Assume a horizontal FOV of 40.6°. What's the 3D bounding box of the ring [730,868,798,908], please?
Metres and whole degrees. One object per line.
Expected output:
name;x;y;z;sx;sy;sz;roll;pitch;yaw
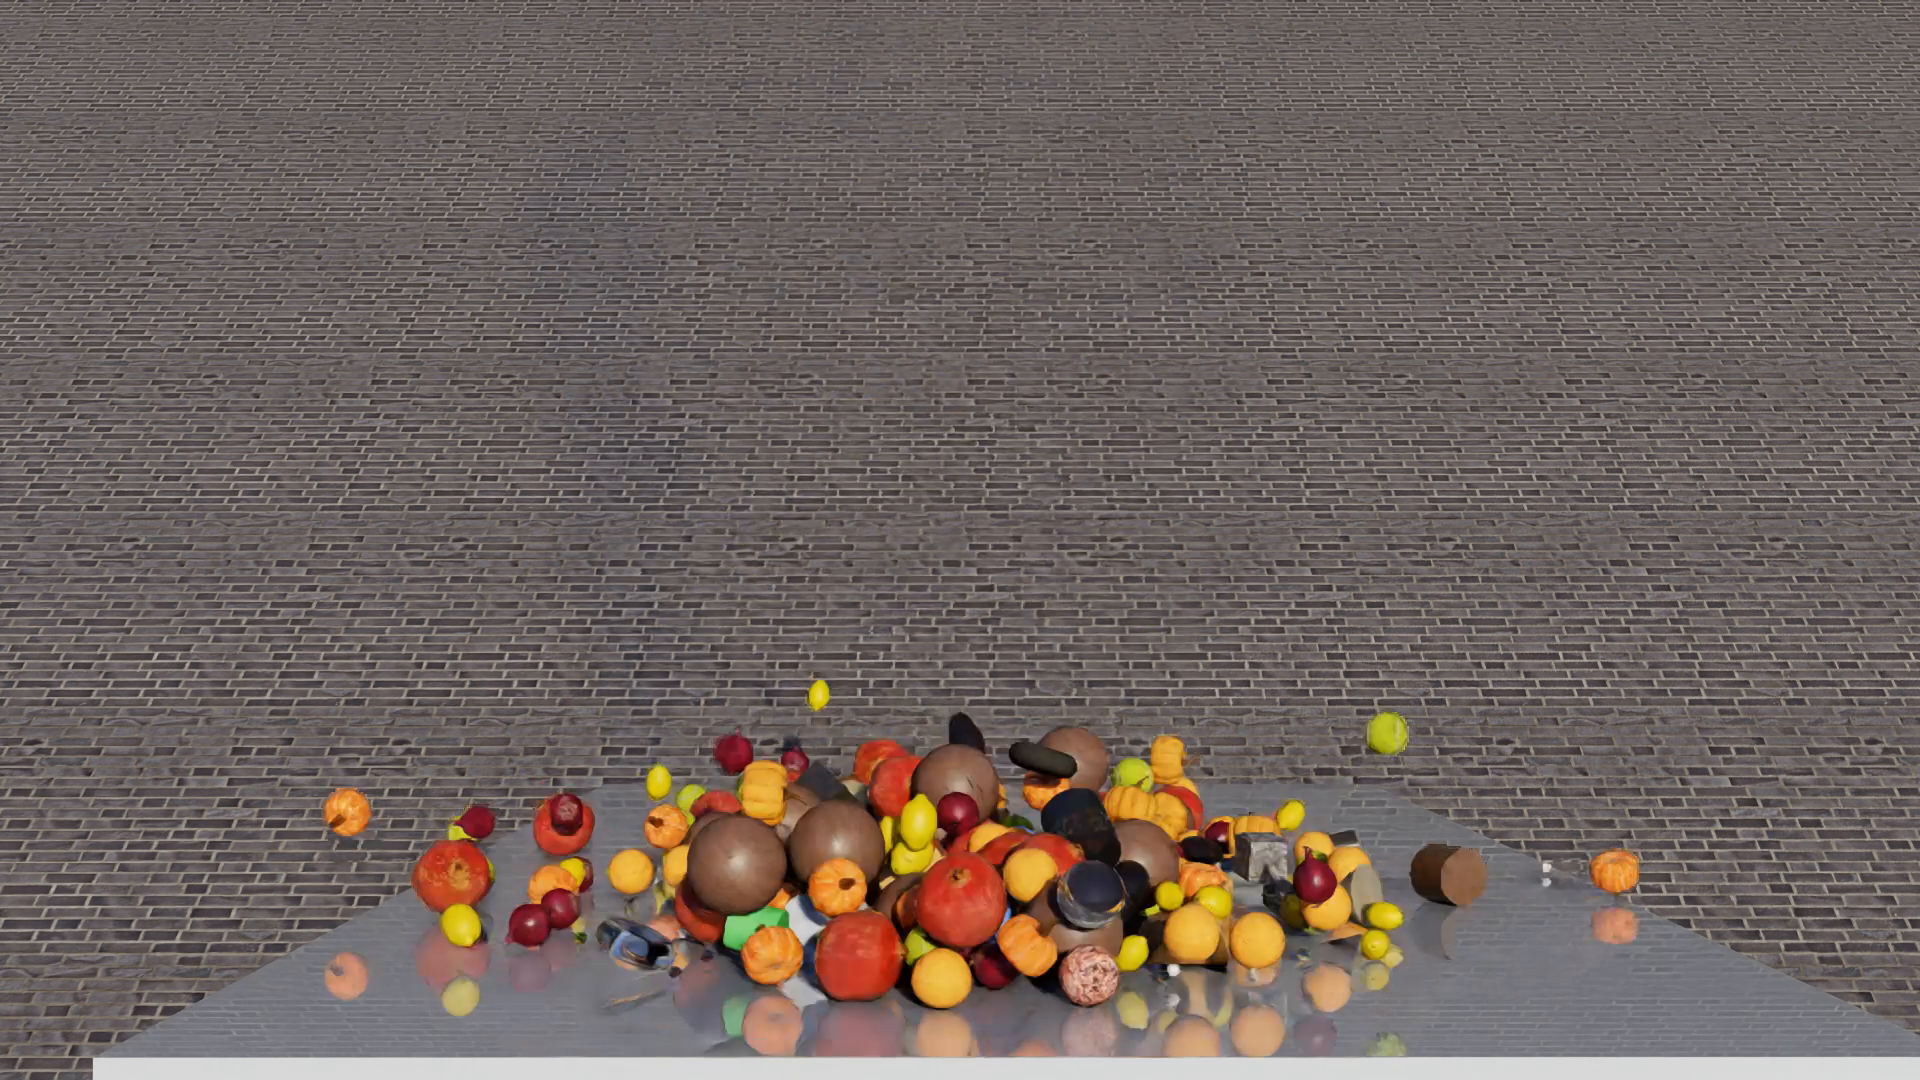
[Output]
ring;-0.304;0.547;4.036;0.116;0.039;0.116;-23;4;2

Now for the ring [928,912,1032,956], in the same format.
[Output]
ring;0.028;0.544;3.578;0.146;0.049;0.146;4;-3;0

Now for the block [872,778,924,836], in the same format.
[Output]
block;-0.101;0.436;4.218;0.067;0.067;0.067;-10;65;12

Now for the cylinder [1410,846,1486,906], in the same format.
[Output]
cylinder;0.781;0.536;4.150;0.088;0.088;0.088;-16;4;-22

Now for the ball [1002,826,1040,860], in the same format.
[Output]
ball;0.103;0.514;4.365;0.062;0.062;0.062;0;33;0

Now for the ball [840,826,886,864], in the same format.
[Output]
ball;-0.173;0.549;4.625;0.085;0.085;0.085;0;33;0

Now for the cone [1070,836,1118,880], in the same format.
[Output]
cone;0.238;0.556;4.391;0.083;0.083;0.083;-6;22;-10

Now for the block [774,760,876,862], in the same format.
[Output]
block;-0.208;0.416;3.973;0.093;0.093;0.093;-43;38;-8

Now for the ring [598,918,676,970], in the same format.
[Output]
ring;-0.429;0.535;3.433;0.111;0.037;0.111;23;3;-1

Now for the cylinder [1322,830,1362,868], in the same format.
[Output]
cylinder;0.685;0.554;4.656;0.057;0.057;0.057;-15;34;1

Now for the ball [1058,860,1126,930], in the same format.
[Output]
ball;0.162;0.437;3.196;0.085;0.085;0.085;0;33;0

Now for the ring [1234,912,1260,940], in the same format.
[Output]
ring;0.382;0.556;3.735;0.103;0.034;0.103;-1;-2;0

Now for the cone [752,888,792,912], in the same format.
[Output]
cone;-0.264;0.556;3.781;0.079;0.079;0.079;-12;11;-17

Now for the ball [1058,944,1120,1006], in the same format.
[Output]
ball;0.154;0.523;3.115;0.074;0.074;0.074;0;33;0

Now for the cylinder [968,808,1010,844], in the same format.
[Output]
cylinder;0.058;0.563;5.100;0.071;0.071;0.071;-2;33;9

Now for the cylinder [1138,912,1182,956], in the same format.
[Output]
cylinder;0.282;0.534;3.513;0.059;0.059;0.059;-21;1;-29

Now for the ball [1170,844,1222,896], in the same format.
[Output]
ball;0.386;0.541;4.254;0.085;0.085;0.085;0;33;0

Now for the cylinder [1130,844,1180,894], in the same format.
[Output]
cylinder;0.293;0.496;3.922;0.055;0.055;0.055;-29;80;-37

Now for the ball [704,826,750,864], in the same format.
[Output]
ball;-0.415;0.551;4.620;0.081;0.081;0.081;0;33;0

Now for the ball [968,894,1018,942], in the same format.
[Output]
ball;0.044;0.504;3.461;0.065;0.065;0.065;0;33;0

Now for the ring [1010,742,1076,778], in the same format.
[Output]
ring;0.129;0.341;4.022;0.109;0.036;0.109;17;-9;3

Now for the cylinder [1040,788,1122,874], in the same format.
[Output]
cylinder;0.169;0.411;3.622;0.091;0.091;0.091;-8;38;-12

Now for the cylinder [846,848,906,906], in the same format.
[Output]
cylinder;-0.122;0.501;3.848;0.082;0.082;0.082;-6;33;4

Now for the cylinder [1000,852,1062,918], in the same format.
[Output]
cylinder;0.110;0.528;3.975;0.094;0.094;0.094;-1;-4;-2

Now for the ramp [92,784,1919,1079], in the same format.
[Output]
ramp;0.074;0.644;4.768;2.000;0.100;4.000;0;-1;0

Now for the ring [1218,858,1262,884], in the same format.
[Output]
ring;0.482;0.569;4.462;0.115;0.038;0.115;-1;0;0

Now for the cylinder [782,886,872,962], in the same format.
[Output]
cylinder;-0.183;0.522;3.533;0.093;0.093;0.093;16;6;23

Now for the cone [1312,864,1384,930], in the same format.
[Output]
cone;0.563;0.536;3.849;0.097;0.097;0.097;-15;22;35

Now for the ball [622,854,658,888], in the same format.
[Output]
ball;-0.538;0.557;4.368;0.059;0.059;0.059;0;33;0

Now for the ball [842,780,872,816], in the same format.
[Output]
ball;-0.179;0.433;4.223;0.084;0.084;0.084;0;33;0

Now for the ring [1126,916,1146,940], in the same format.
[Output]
ring;0.284;0.550;3.652;0.102;0.034;0.102;8;-6;1

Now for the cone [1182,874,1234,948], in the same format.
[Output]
cone;0.361;0.506;3.618;0.092;0.092;0.092;25;11;-5

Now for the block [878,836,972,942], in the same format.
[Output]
block;-0.046;0.476;3.544;0.092;0.092;0.092;-32;2;1

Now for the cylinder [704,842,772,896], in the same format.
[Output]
cylinder;-0.353;0.529;4.123;0.077;0.077;0.077;27;28;-19

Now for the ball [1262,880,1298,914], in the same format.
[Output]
ball;0.496;0.552;4.026;0.054;0.054;0.054;0;33;0

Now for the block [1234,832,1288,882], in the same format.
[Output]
block;0.437;0.461;3.772;0.058;0.058;0.058;-1;8;-16

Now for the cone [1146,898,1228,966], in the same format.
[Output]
cone;0.289;0.541;3.436;0.098;0.098;0.098;-25;39;-11

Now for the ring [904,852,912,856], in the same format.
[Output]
ring;-0.113;0.568;4.519;0.127;0.042;0.127;2;-3;0

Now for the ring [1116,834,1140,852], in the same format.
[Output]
ring;0.300;0.583;5.001;0.098;0.033;0.098;1;-5;0
